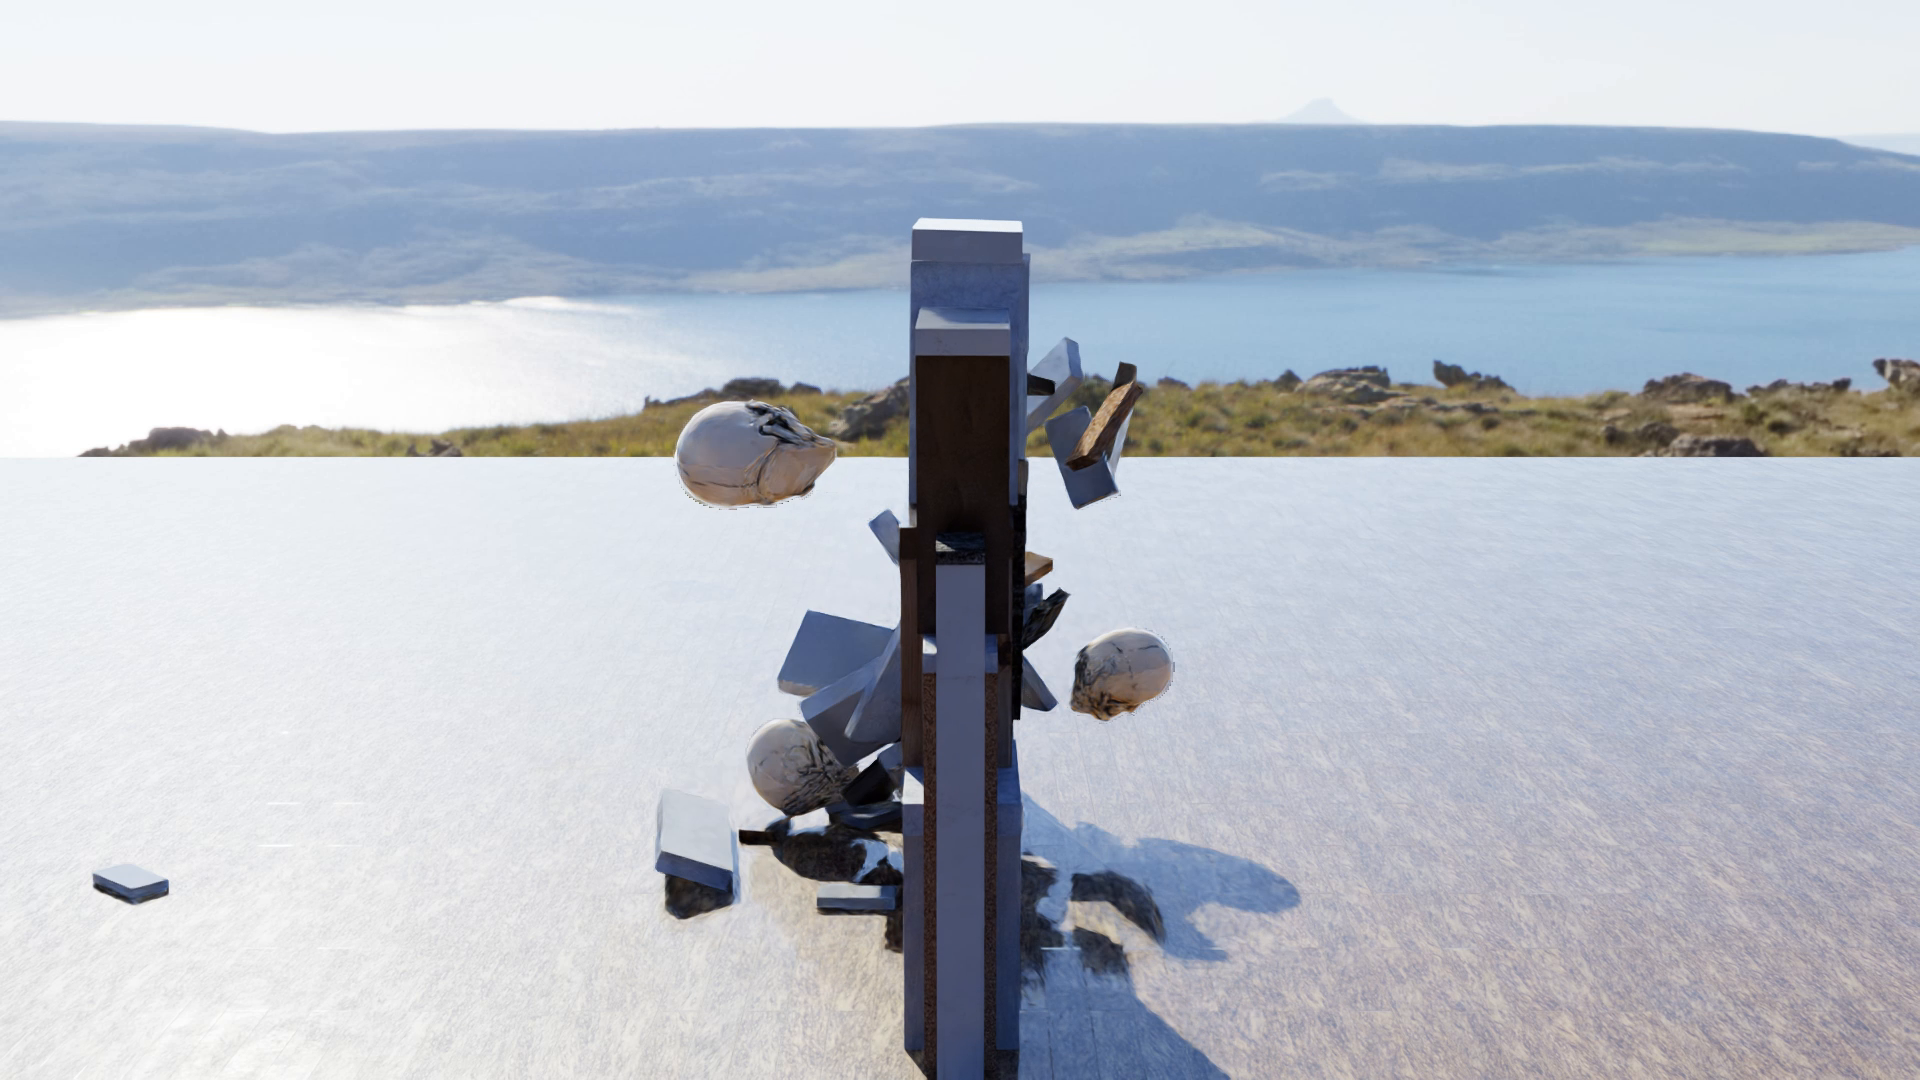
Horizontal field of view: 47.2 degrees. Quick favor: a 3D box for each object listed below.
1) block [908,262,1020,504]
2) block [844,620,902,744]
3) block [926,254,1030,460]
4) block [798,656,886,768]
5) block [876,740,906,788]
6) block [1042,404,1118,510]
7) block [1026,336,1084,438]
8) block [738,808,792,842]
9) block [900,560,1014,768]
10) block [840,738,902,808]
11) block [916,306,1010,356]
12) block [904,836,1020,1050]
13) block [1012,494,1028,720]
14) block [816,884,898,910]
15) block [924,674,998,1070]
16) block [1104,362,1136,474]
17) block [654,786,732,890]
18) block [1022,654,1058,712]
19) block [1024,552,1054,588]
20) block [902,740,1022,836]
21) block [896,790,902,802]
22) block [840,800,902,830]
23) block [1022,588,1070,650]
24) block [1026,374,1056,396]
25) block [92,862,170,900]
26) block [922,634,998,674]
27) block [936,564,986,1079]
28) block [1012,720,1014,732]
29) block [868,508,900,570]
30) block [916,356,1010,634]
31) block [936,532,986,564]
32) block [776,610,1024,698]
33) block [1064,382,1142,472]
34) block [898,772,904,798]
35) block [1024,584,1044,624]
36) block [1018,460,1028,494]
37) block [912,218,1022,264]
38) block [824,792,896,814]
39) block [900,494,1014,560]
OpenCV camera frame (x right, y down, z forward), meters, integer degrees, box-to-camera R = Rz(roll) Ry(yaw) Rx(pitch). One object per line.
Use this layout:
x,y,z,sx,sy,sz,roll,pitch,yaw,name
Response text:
0.006,-0.223,3.138,0.155,0.342,0.044,1,4,1,block
-0.079,0.194,3.760,0.097,0.397,0.027,8,36,-28,block
0.023,-0.278,3.330,0.155,0.310,0.044,1,2,-4,block
-0.103,0.265,3.866,0.323,0.162,0.046,-30,46,4,block
-0.058,0.400,3.868,0.125,0.035,0.250,-31,-26,-4,block
0.188,-0.129,3.421,0.073,0.146,0.021,-22,-14,14,block
0.124,-0.233,3.576,0.027,0.193,0.097,27,37,-27,block
-0.355,0.518,4.005,0.063,0.018,0.127,2,11,11,block
-0.004,0.167,3.083,0.155,0.310,0.044,0,19,1,block
-0.089,0.381,3.909,0.250,0.035,0.125,-42,-18,19,block
0.005,-0.282,2.962,0.123,0.035,0.246,0,13,1,block
0.003,0.545,3.035,0.160,0.320,0.045,0,12,0,block
0.009,0.102,3.393,0.177,0.355,0.050,1,17,0,block
-0.169,0.588,3.628,0.130,0.018,0.065,0,11,3,block
0.000,0.441,2.939,0.097,0.559,0.028,0,11,0,block
0.249,-0.178,3.544,0.027,0.194,0.097,12,-23,11,block
-0.467,0.518,3.849,0.125,0.035,0.368,18,8,-10,block
0.104,0.247,4.218,0.027,0.193,0.096,-44,23,-21,block
0.101,0.067,4.278,0.083,0.024,0.167,16,30,33,block
0.003,0.346,3.103,0.160,0.045,0.320,0,10,0,block
-0.098,0.471,4.077,0.057,0.016,0.190,39,5,-28,block
-0.155,0.506,4.071,0.063,0.018,0.127,9,14,41,block
0.159,0.151,4.226,0.024,0.083,0.166,32,20,11,block
0.083,-0.247,3.458,0.073,0.021,0.146,0,-4,31,block
-1.397,0.574,3.705,0.130,0.018,0.065,9,14,39,block
0.000,0.141,2.945,0.097,0.028,0.194,0,11,0,block
0.001,0.377,2.866,0.063,0.712,0.018,0,11,0,block
0.004,0.132,3.618,0.177,0.439,0.050,1,9,-6,block
-0.077,0.051,3.925,0.046,0.162,0.323,-39,-12,-3,block
0.004,-0.062,2.927,0.123,0.378,0.035,0,12,0,block
0.000,0.011,2.839,0.063,0.018,0.125,0,11,0,block
-0.111,0.252,4.110,0.430,0.046,0.162,12,56,15,block
0.219,-0.173,3.351,0.021,0.146,0.073,39,-22,-14,block
-0.025,0.480,3.697,0.115,0.230,0.033,3,47,15,block
0.074,0.137,4.294,0.193,0.096,0.027,0,-6,-28,block
0.014,-0.105,3.454,0.177,0.050,0.355,1,3,0,block
0.013,-0.440,3.224,0.155,0.044,0.310,2,11,1,block
-0.185,0.483,4.094,0.130,0.018,0.065,-12,2,1,block
-0.003,-0.023,3.127,0.155,0.044,0.310,0,11,1,block
